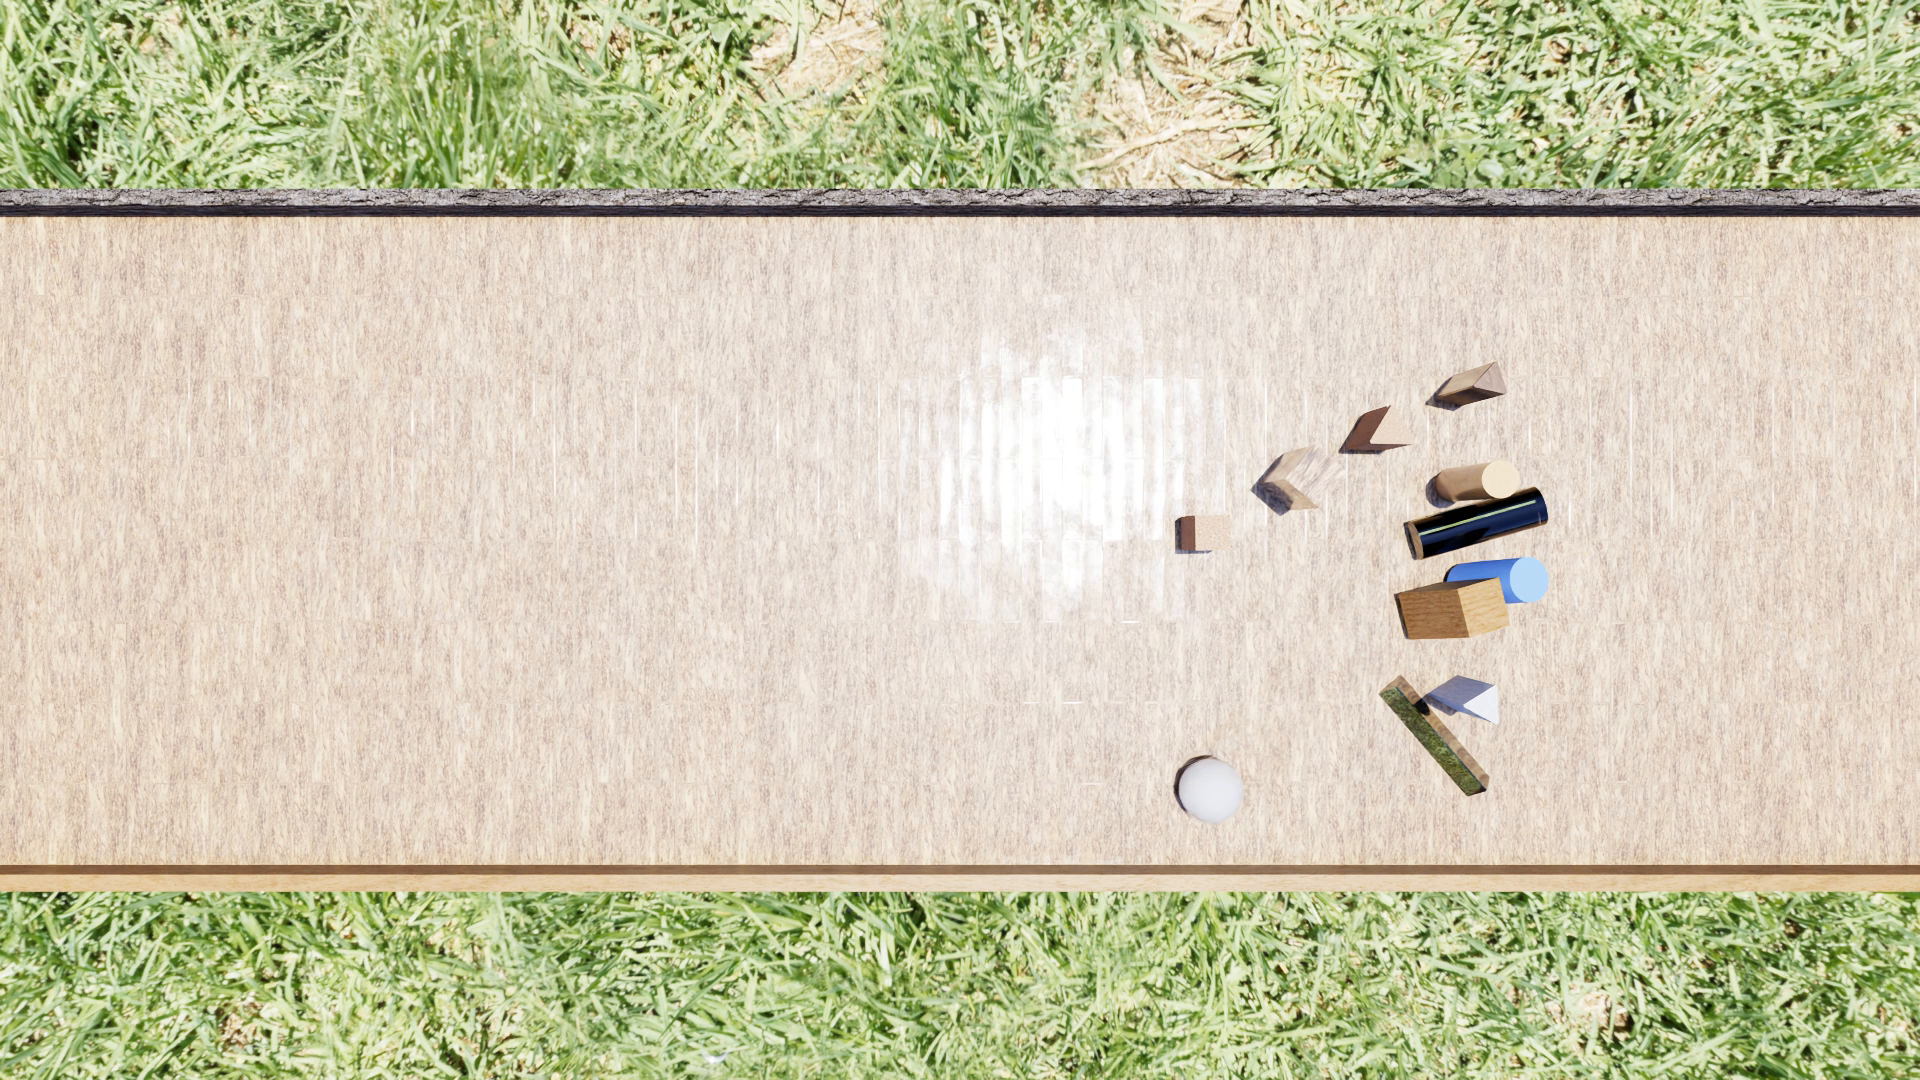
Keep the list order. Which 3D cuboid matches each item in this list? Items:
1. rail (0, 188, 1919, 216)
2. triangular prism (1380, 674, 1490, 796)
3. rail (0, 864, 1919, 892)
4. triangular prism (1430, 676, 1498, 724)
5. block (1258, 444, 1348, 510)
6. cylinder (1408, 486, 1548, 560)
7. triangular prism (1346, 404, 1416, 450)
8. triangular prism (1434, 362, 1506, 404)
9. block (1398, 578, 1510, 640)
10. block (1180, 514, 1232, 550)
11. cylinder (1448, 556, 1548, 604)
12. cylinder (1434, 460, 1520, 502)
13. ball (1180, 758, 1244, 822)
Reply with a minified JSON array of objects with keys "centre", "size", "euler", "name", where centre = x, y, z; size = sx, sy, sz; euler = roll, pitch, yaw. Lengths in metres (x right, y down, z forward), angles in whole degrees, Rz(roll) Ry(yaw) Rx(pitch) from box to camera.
[{"centre":[-2.247,-1.025,5.002],"size":[12.000,0.150,0.050],"euler":[0,90,0],"name":"rail"},{"centre":[1.458,0.602,5.035],"size":[0.091,0.078,0.418],"euler":[-41,90,0],"name":"triangular prism"},{"centre":[-2.247,1.025,5.001],"size":[12.000,0.150,0.050],"euler":[0,90,0],"name":"rail"},{"centre":[1.511,0.458,4.896],"size":[0.110,0.361,0.095],"euler":[28,90,0],"name":"triangular prism"},{"centre":[1.007,-0.180,4.864],"size":[0.127,0.426,0.127],"euler":[41,90,0],"name":"block"},{"centre":[1.573,-0.051,5.015],"size":[0.391,0.122,0.122],"euler":[-16,90,0],"name":"cylinder"},{"centre":[1.250,-0.337,4.919],"size":[0.130,0.314,0.112],"euler":[1,90,0],"name":"triangular prism"},{"centre":[1.512,-0.466,4.875],"size":[0.096,0.403,0.083],"euler":[12,90,0],"name":"triangular prism"},{"centre":[1.467,0.206,4.908],"size":[0.145,0.308,0.145],"euler":[-14,90,-18],"name":"block"},{"centre":[0.732,-0.022,4.923],"size":[0.102,0.308,0.102],"euler":[-1,90,0],"name":"block"},{"centre":[1.597,0.125,4.909],"size":[0.133,0.309,0.133],"euler":[1,86,-18],"name":"cylinder"},{"centre":[1.514,-0.170,4.847],"size":[0.106,0.460,0.106],"euler":[0,90,0],"name":"cylinder"},{"centre":[0.759,0.756,4.980],"size":[0.194,0.194,0.194],"euler":[0,90,0],"name":"ball"}]
